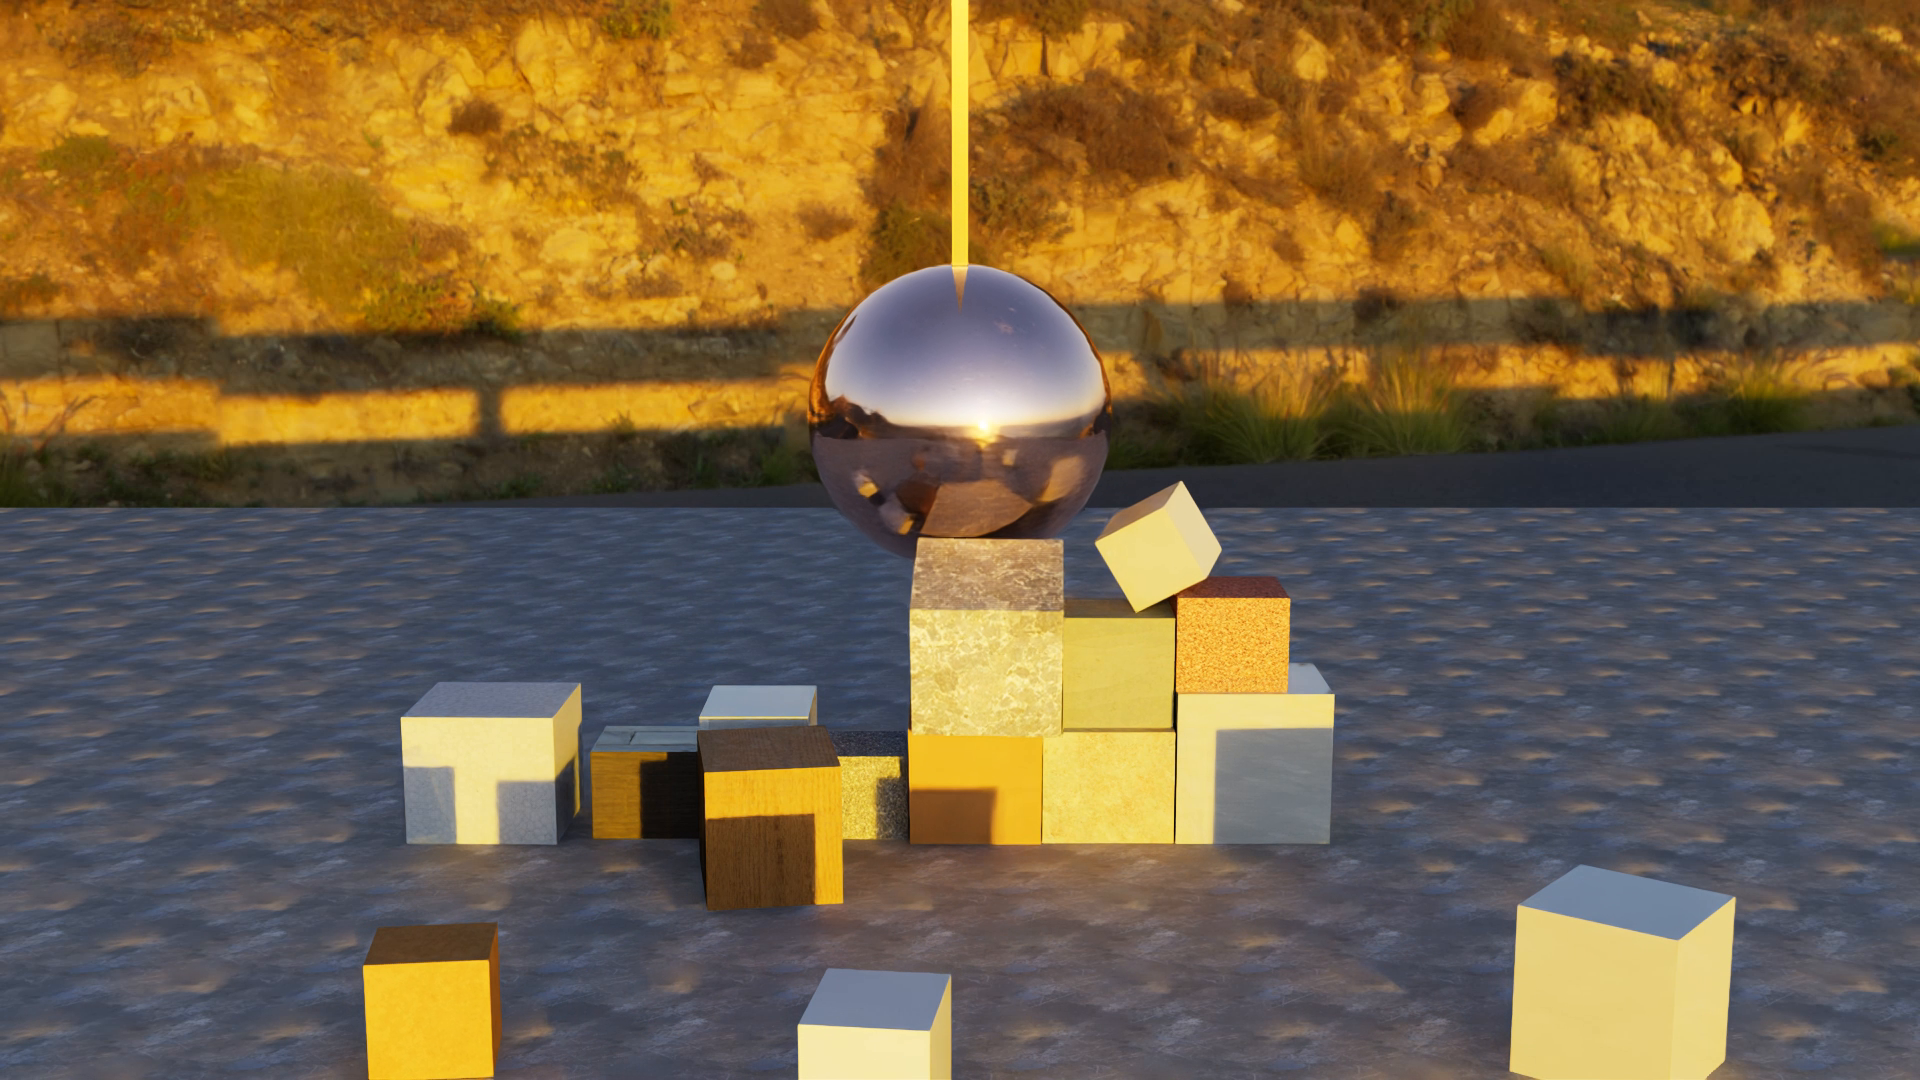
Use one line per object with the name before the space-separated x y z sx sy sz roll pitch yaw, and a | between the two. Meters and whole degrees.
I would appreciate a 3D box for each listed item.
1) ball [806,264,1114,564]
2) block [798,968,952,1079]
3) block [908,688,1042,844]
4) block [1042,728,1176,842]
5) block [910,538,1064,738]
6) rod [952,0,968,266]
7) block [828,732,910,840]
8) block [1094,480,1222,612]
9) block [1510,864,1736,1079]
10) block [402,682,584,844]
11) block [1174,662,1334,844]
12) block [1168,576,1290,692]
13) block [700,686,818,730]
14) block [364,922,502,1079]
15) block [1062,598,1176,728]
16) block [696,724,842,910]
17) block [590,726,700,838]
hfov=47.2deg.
ball | 0.000 -0.642 11.508 1.600 1.600 1.600 0 10 0
block | -0.296 1.875 7.869 0.460 0.494 0.531 1 10 7
block | 0.080 1.078 11.227 0.660 0.693 0.647 0 29 1
block | 0.749 1.189 11.414 0.663 0.578 0.681 0 10 0
block | 0.141 0.475 10.870 0.729 0.709 0.711 1 29 2
rod | 0.000 -3.933 10.658 0.080 5.200 0.080 0 14 0
block | -0.505 1.265 11.394 0.485 0.434 0.487 0 10 0
block | 1.016 0.031 11.230 0.415 0.420 0.449 -28 9 24
block | 2.527 1.694 8.390 0.614 0.665 0.601 8 13 37
block | -2.410 1.147 11.419 0.763 0.657 0.734 0 10 1
block | 1.480 1.093 11.386 0.779 0.776 0.681 0 10 0
block | 1.367 0.476 11.267 0.560 0.480 0.550 0 10 0
block | -1.031 1.153 11.373 0.545 0.662 0.644 0 10 0
block | -2.027 1.778 8.488 0.460 0.465 0.413 -1 10 -7
block | 0.803 0.627 11.302 0.562 0.567 0.497 0 10 1
block | -0.916 1.312 10.504 0.629 0.660 0.742 -2 10 -9
block | -1.590 1.251 11.401 0.557 0.458 0.494 0 10 0
